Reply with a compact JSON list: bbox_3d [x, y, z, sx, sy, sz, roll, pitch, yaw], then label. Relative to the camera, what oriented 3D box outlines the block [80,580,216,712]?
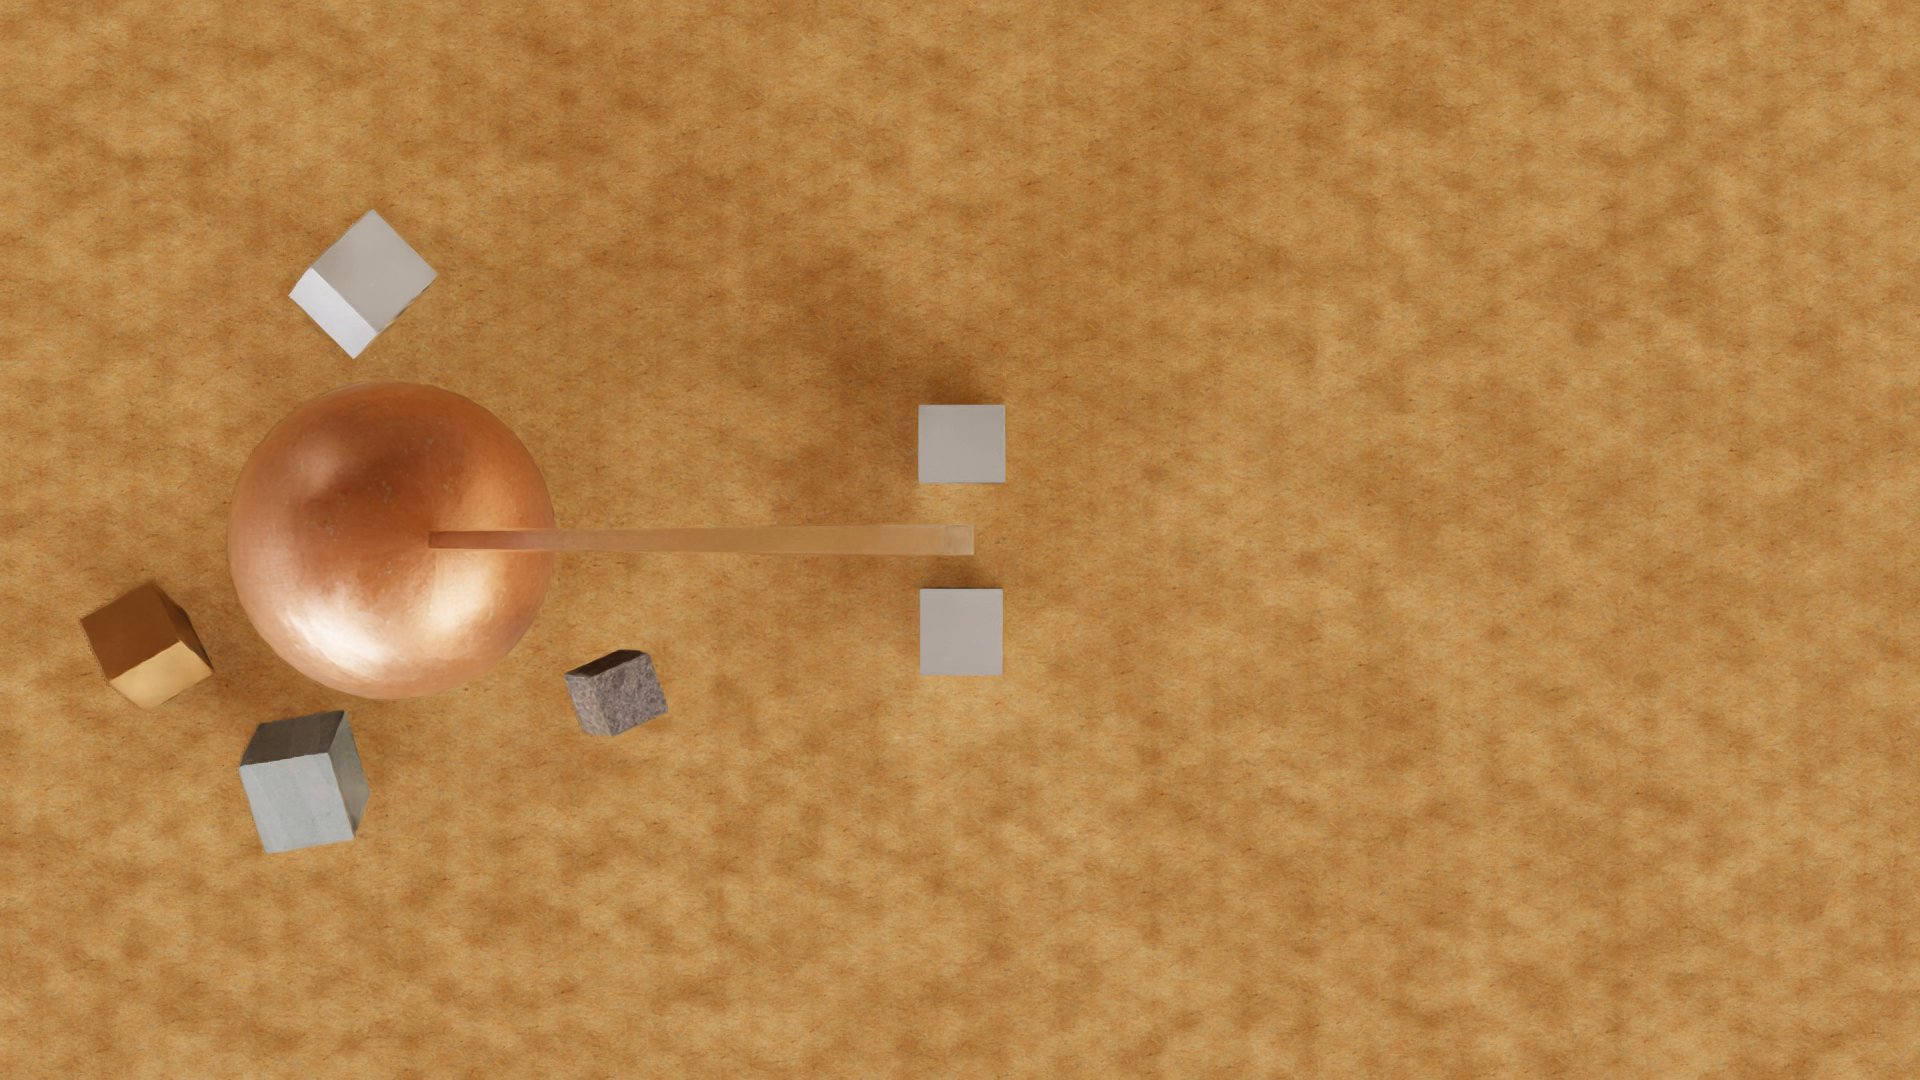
[{"bbox_3d":[-4.659,0.611,12.627,0.448,0.493,0.444,-31,67,-8],"label":"block"}]

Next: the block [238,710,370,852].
[{"bbox_3d":[-3.753,1.381,12.623,0.506,0.515,0.567,-9,113,0],"label":"block"}]

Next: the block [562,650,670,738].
[{"bbox_3d":[-1.829,0.811,11.679,0.348,0.393,0.337,-24,102,-29],"label":"block"}]

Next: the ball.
[{"bbox_3d":[-2.832,0.000,11.022,1.600,1.600,1.600,0,90,0],"label":"ball"}]

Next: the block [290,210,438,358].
[{"bbox_3d":[-3.408,-1.455,12.561,0.508,0.562,0.509,46,62,-13],"label":"block"}]

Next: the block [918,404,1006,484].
[{"bbox_3d":[0.011,-0.549,12.759,0.494,0.481,0.440,0,90,0],"label":"block"}]

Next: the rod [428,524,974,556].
[{"bbox_3d":[-1.227,0.000,8.024,0.080,5.200,0.080,0,90,-28],"label":"rod"}]

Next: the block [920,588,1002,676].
[{"bbox_3d":[0.008,0.524,12.761,0.468,0.478,0.491,0,90,0],"label":"block"}]
